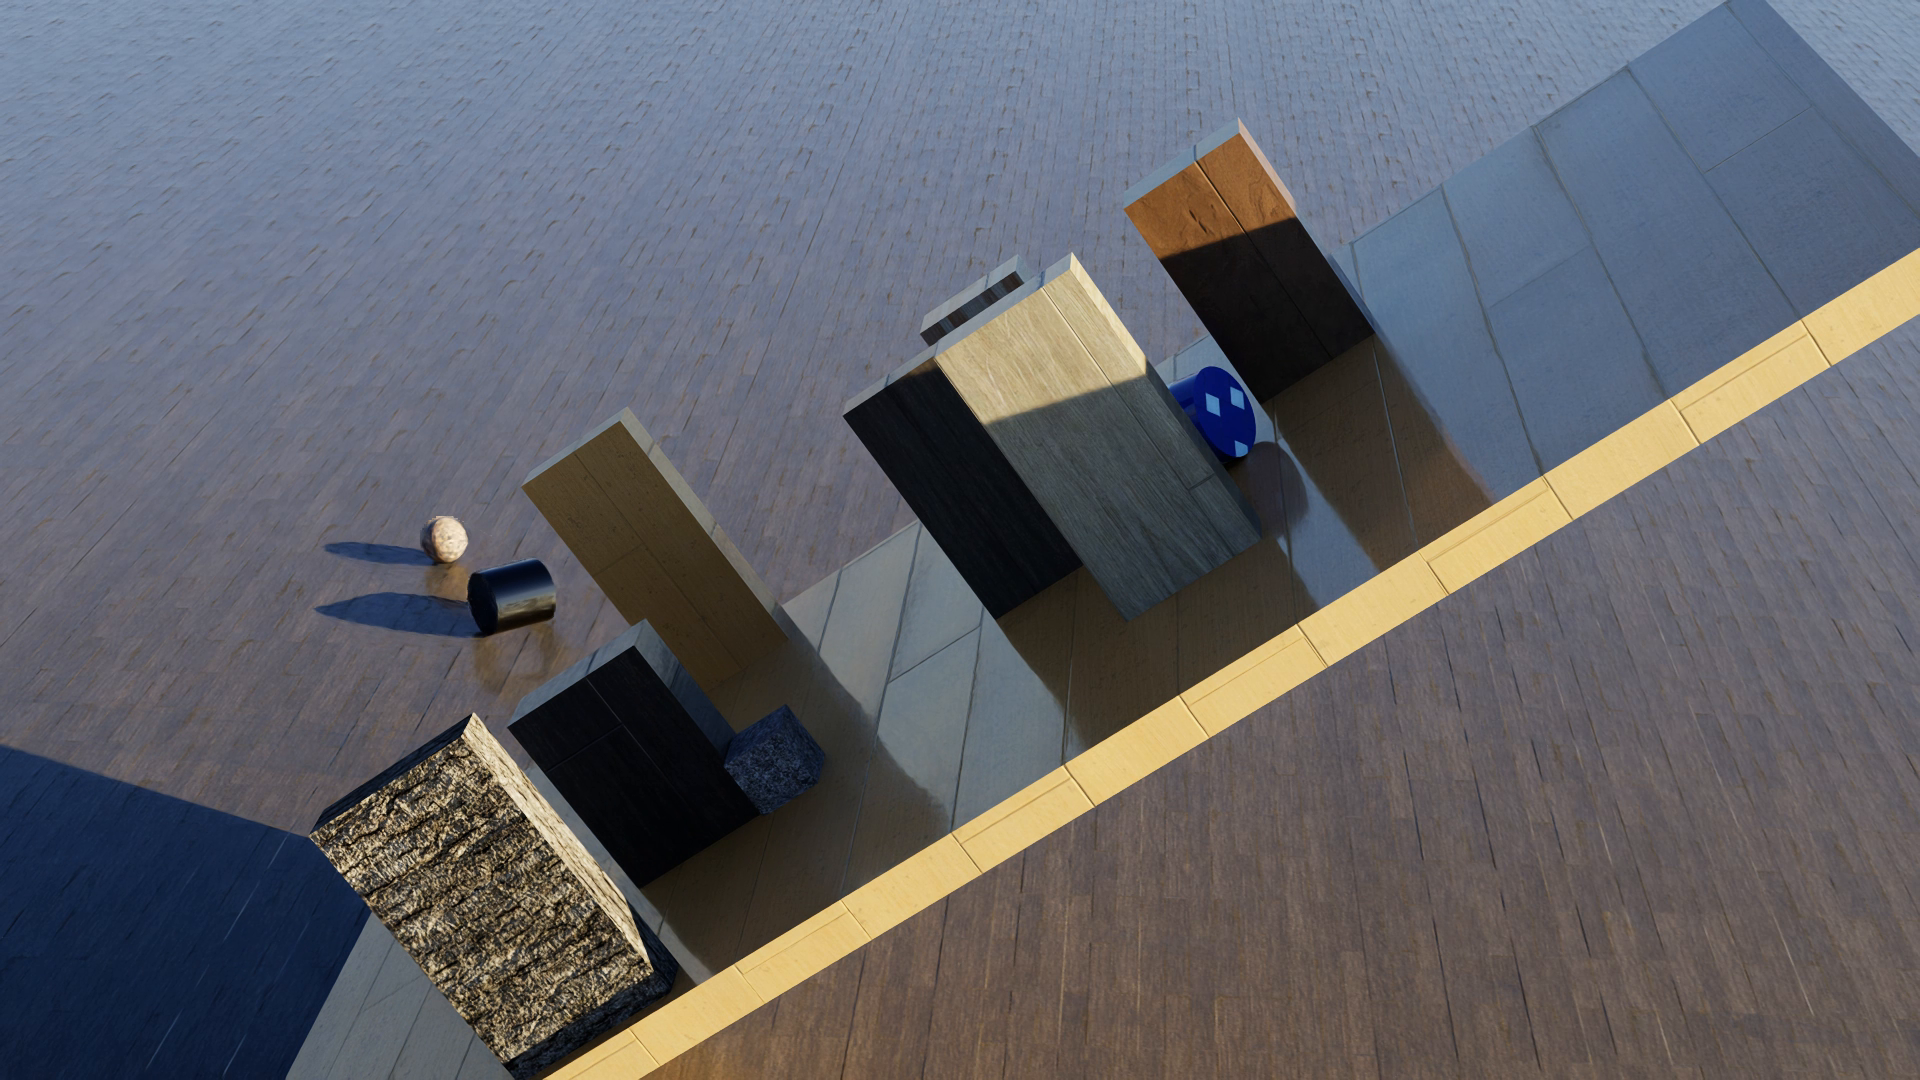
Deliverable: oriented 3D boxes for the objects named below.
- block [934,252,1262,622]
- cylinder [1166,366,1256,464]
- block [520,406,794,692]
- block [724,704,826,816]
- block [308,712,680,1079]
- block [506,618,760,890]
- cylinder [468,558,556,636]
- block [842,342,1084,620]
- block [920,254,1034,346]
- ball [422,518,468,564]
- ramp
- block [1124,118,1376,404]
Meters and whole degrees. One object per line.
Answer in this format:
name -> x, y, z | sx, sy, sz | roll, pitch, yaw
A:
block -> 0.269, -0.193, 5.665 | 0.314, 0.652, 0.114 | -32, 16, 15
cylinder -> 0.481, -0.237, 6.189 | 0.201, 0.201, 0.201 | -24, 3, 40
block -> -0.728, 0.038, 7.123 | 0.301, 0.676, 0.105 | -32, 16, 15
block -> -0.387, 0.460, 6.151 | 0.141, 0.141, 0.141 | -32, 16, 15
block -> -0.884, 0.688, 5.611 | 0.372, 0.643, 0.108 | -32, 16, 15
block -> -0.670, 0.452, 6.197 | 0.336, 0.454, 0.143 | -32, 16, 15
cylinder -> -1.416, 0.179, 9.291 | 0.204, 0.204, 0.204 | -15, 26, -33
block -> 0.092, -0.171, 6.173 | 0.427, 0.554, 0.092 | -32, 16, 15
block -> 0.170, -0.345, 6.582 | 0.257, 0.519, 0.134 | -32, 16, 15
ball -> -1.721, 0.001, 9.815 | 0.152, 0.152, 0.152 | 0, 21, 0
ramp -> 0.135, 0.174, 6.307 | 4.000, 0.100, 2.000 | -32, 16, 15
block -> 0.621, -0.598, 6.321 | 0.293, 0.528, 0.145 | -32, 16, 15
